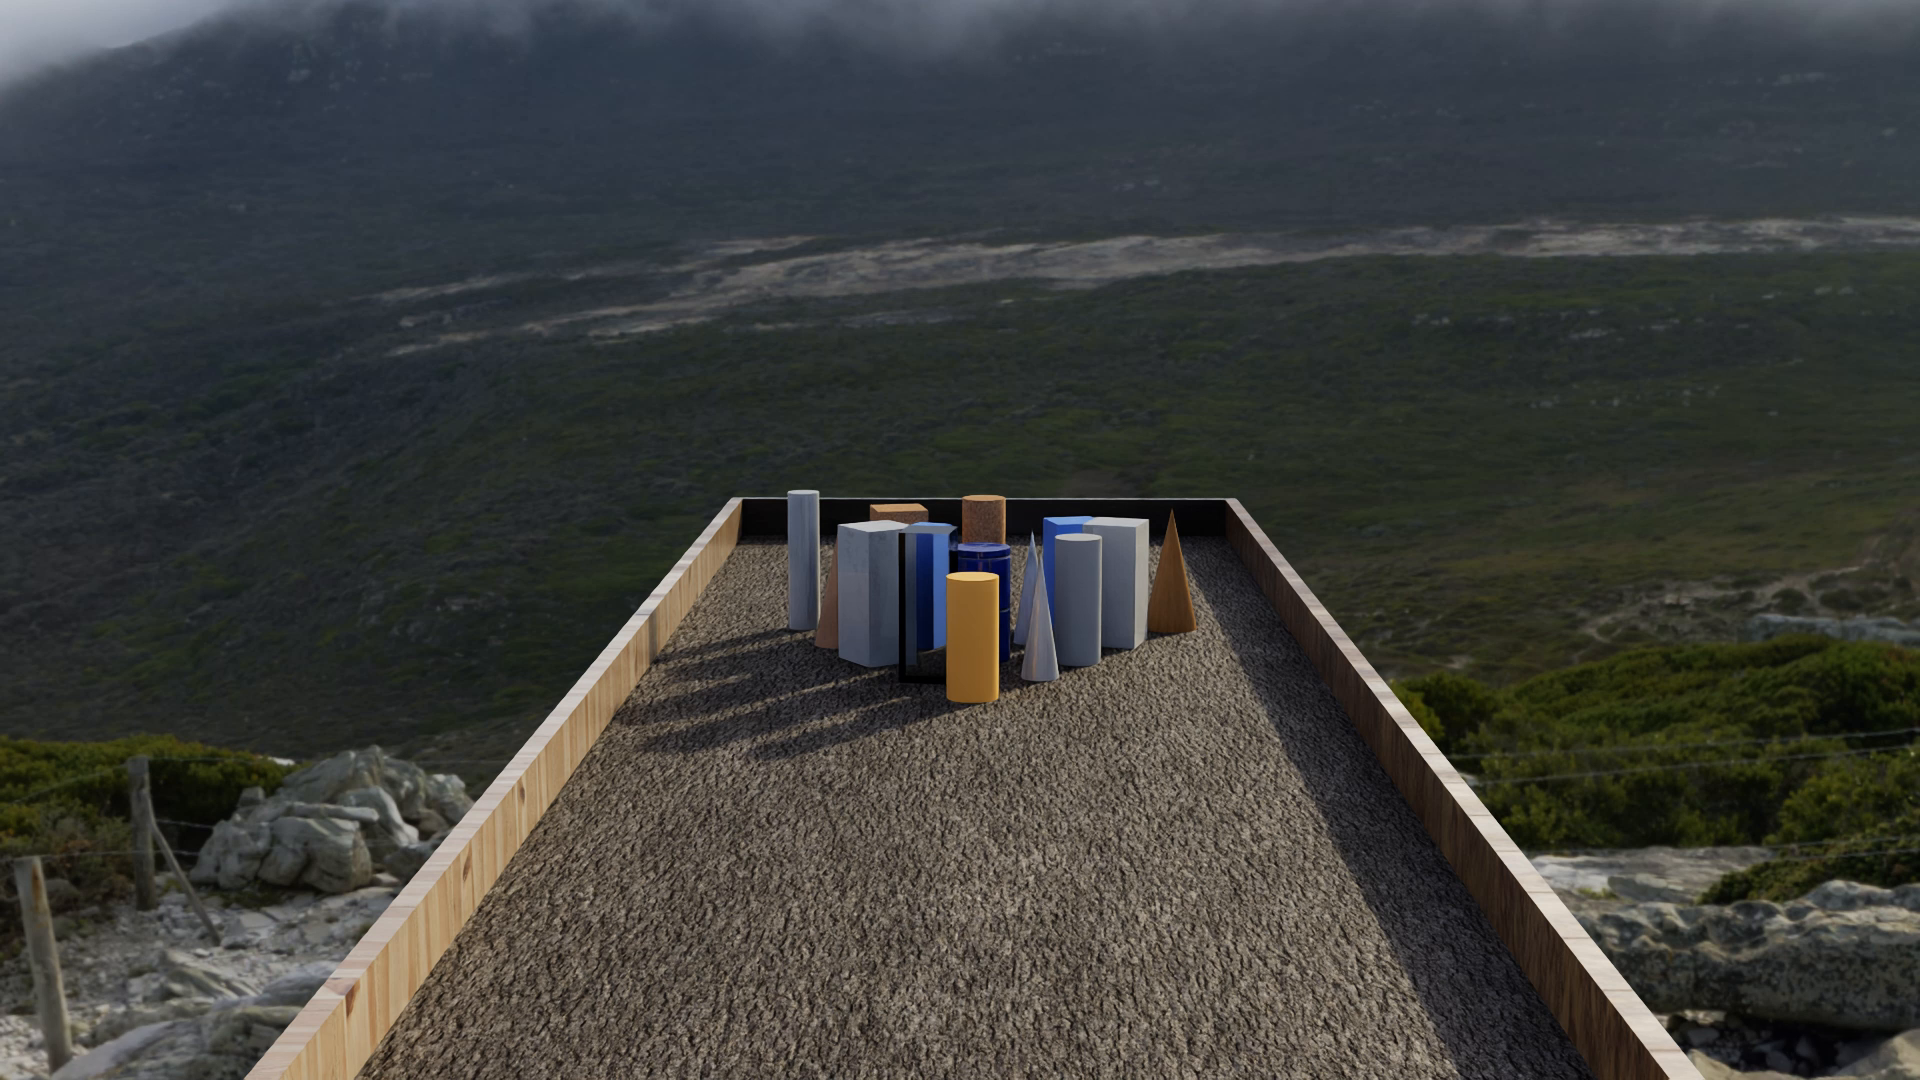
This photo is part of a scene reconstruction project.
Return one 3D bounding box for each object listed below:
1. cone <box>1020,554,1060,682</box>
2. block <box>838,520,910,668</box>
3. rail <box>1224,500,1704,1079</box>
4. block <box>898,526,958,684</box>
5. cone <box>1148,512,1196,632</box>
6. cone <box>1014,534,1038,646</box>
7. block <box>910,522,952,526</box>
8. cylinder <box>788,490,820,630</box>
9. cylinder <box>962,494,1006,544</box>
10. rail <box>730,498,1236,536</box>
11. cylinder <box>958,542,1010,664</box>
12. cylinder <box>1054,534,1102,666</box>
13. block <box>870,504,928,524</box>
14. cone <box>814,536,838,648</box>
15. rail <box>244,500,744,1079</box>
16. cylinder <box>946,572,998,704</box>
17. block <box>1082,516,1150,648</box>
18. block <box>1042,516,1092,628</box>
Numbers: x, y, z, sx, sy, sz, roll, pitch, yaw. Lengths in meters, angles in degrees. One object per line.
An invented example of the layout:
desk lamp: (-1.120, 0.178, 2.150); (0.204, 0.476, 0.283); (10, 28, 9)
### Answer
cone: (0.235, 0.219, 6.437); (0.114, 0.373, 0.114); (0, 9, 0)
block: (-0.247, 0.160, 6.684); (0.180, 0.411, 0.180); (-6, 11, -33)
rail: (1.046, 0.843, 3.208); (0.050, 0.150, 12.000); (0, 9, 1)
block: (-0.092, 0.188, 6.417); (0.148, 0.441, 0.148); (2, 9, 10)
cone: (0.688, 0.090, 7.169); (0.176, 0.398, 0.176); (0, 9, 0)
cone: (0.228, 0.144, 6.947); (0.119, 0.362, 0.119); (0, 9, 0)
block: (-0.099, 0.138, 6.941); (0.108, 0.374, 0.108); (4, 10, 25)
cylinder: (-0.509, 0.065, 7.169); (0.103, 0.447, 0.103); (0, 9, 0)
cylinder: (0.078, 0.071, 7.216); (0.141, 0.422, 0.141); (0, 9, 0)
rail: (0.099, -0.098, 9.147); (2.100, 0.150, 0.050); (0, 9, 1)
cylinder: (0.064, 0.192, 6.690); (0.179, 0.347, 0.179); (0, 9, 0)
cylinder: (0.357, 0.180, 6.654); (0.142, 0.382, 0.142); (0, 9, 0)
block: (-0.199, 0.090, 7.176); (0.164, 0.396, 0.164); (-2, 9, -11)
cone: (-0.379, 0.142, 6.916); (0.162, 0.375, 0.162); (0, 9, 0)
rail: (-1.004, 0.839, 3.234); (0.050, 0.150, 12.000); (0, 9, 1)
cylinder: (0.035, 0.272, 6.183); (0.148, 0.346, 0.148); (0, 9, 0)
block: (0.490, 0.133, 6.939); (0.172, 0.385, 0.172); (3, 9, 18)
block: (0.372, 0.109, 7.204); (0.160, 0.350, 0.160); (-2, 9, -15)
